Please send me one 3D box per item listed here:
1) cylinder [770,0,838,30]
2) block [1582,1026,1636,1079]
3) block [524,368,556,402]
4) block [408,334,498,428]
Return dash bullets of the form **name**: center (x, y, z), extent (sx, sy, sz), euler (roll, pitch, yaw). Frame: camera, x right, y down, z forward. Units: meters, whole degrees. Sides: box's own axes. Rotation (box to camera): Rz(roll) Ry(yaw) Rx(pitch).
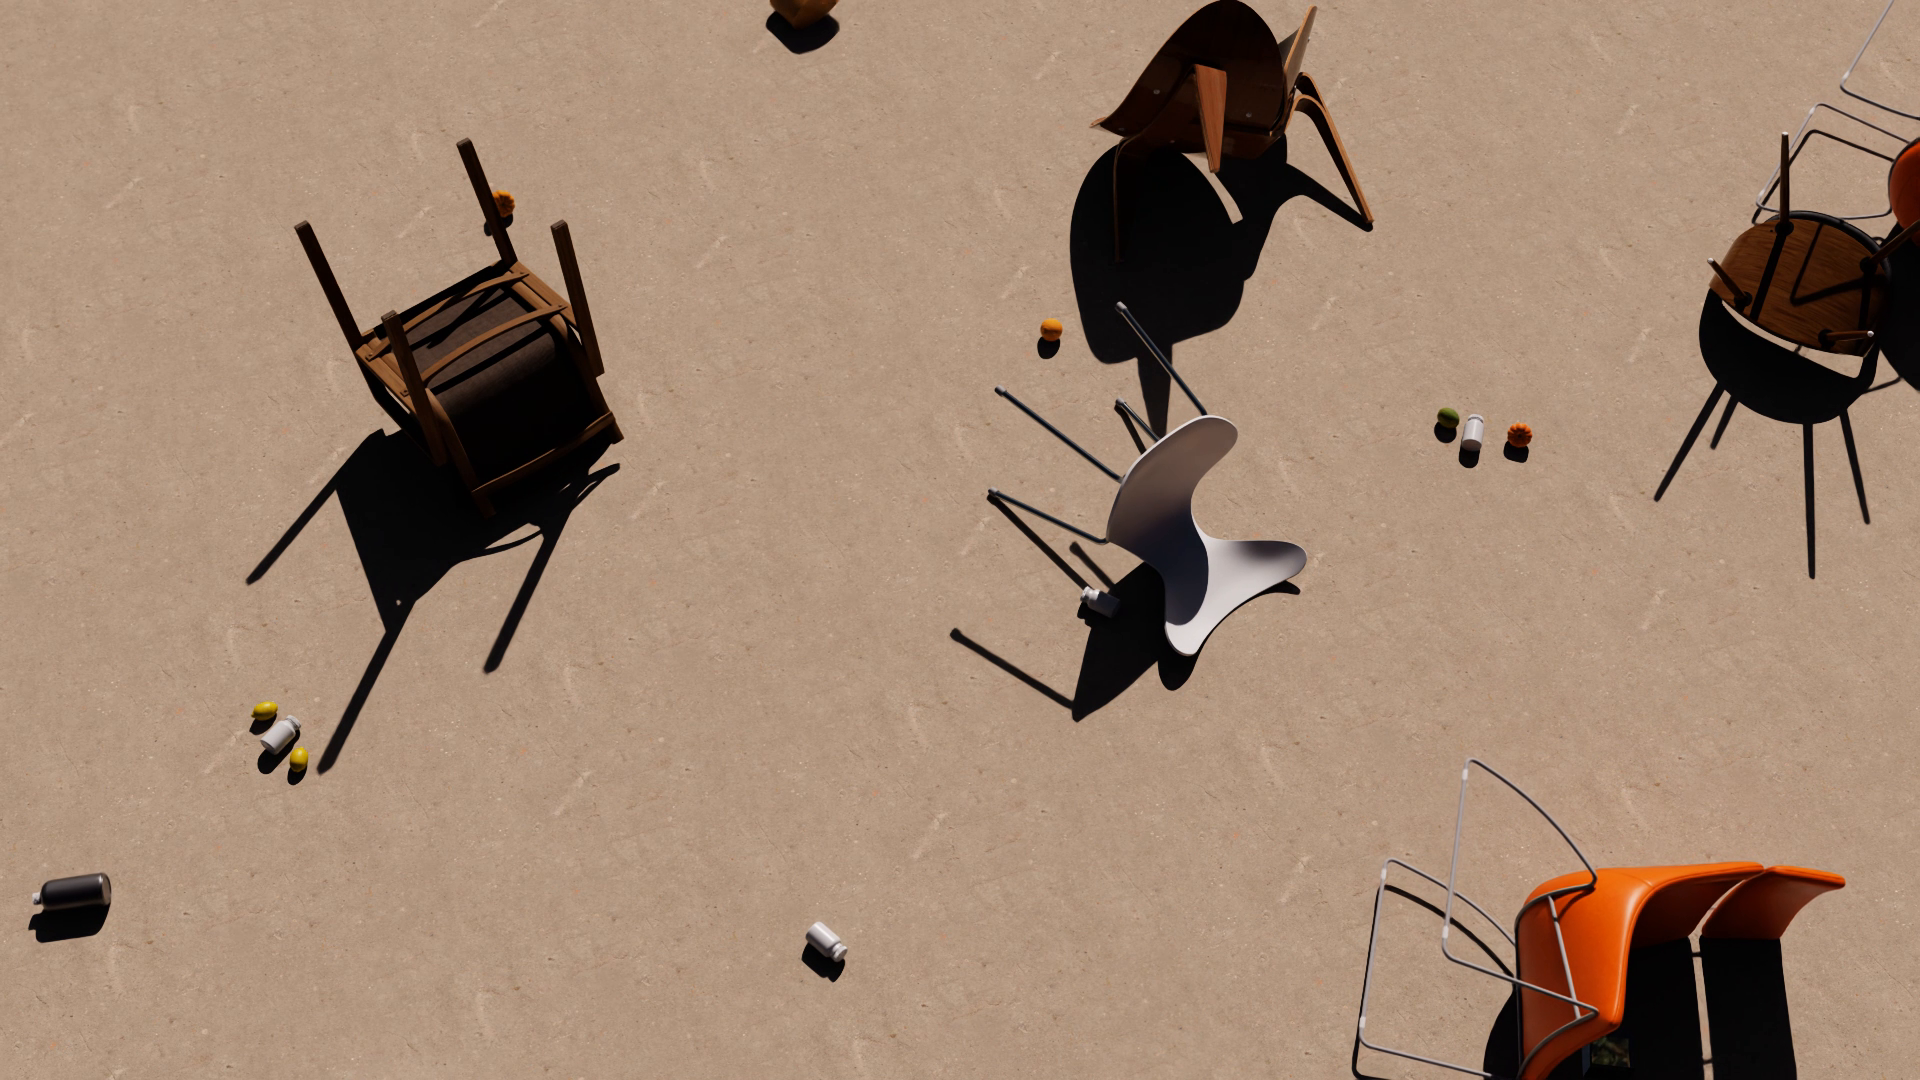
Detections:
- **cylinder**: center (-0.537, -1.935, 7.782), extent (0.252, 0.128, 0.144), euler (-42, 64, -1)
- **block**: center (1.661, 1.316, 5.632), extent (0.110, 0.097, 0.101), euler (6, 56, 4)
- **block**: center (-1.312, -0.484, 6.870), extent (0.054, 0.048, 0.080), euler (37, 63, 22)
- **block**: center (-1.570, -0.494, 6.815), extent (0.176, 0.149, 0.177), euler (-37, 64, -22)
